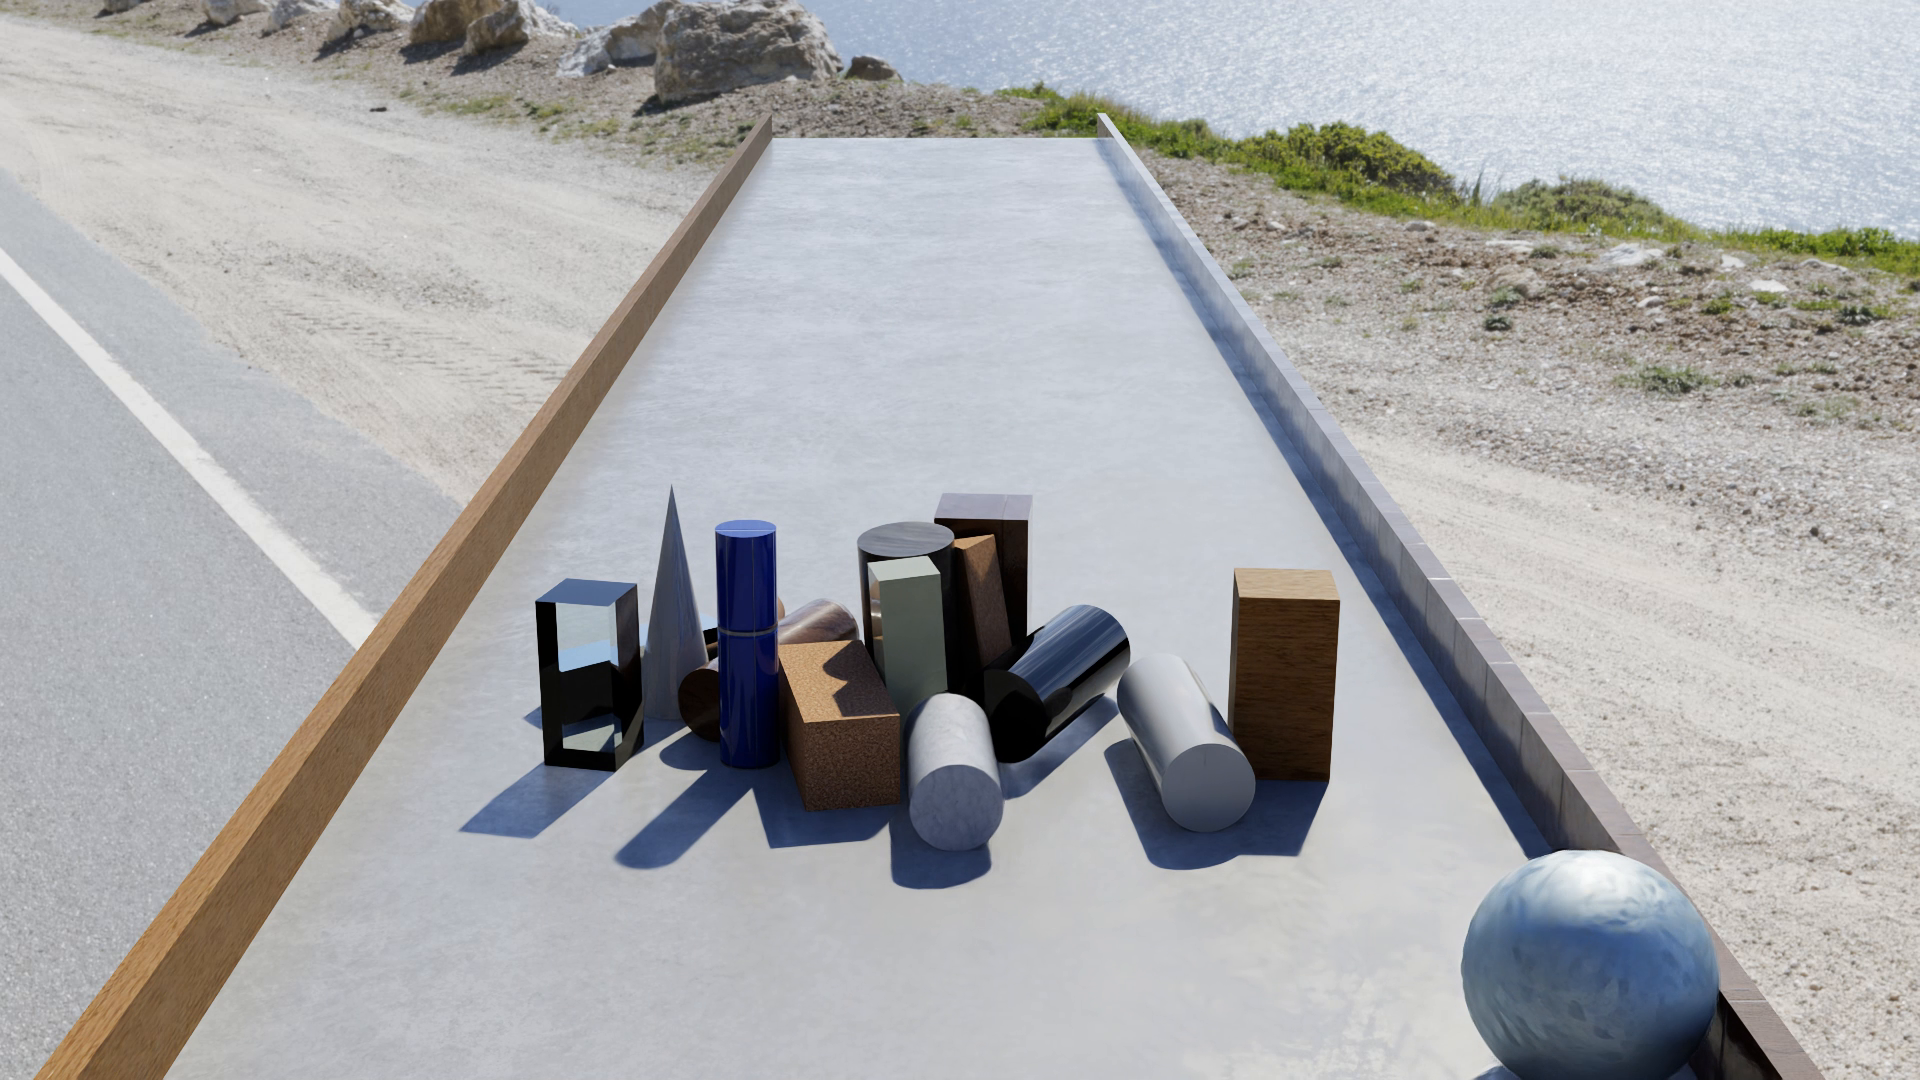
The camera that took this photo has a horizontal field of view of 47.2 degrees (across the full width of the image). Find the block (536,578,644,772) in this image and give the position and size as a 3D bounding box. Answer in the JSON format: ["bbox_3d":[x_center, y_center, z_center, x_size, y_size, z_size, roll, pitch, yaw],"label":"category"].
[{"bbox_3d":[-0.653,0.238,3.892,0.135,0.306,0.135,4,17,13],"label":"block"}]

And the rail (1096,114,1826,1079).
[{"bbox_3d":[0.932,-0.844,7.801,0.050,0.150,12.000,0,17,-1],"label":"rail"}]

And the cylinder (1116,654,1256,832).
[{"bbox_3d":[0.384,0.343,3.799,0.157,0.157,0.439,-2,17,-5],"label":"cylinder"}]

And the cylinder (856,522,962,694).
[{"bbox_3d":[-0.090,0.157,4.075,0.178,0.341,0.178,-3,21,1],"label":"cylinder"}]

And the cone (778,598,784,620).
[{"bbox_3d":[-0.410,0.231,4.332,0.135,0.135,0.343,-1,28,-5],"label":"cone"}]

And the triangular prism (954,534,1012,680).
[{"bbox_3d":[0.028,0.159,4.106,0.082,0.325,0.095,1,17,37],"label":"triangular prism"}]

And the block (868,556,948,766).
[{"bbox_3d":[-0.089,0.214,3.892,0.108,0.345,0.108,-7,18,-11],"label":"block"}]

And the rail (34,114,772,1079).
[{"bbox_3d":[-1.118,-0.838,7.780,0.050,0.150,12.000,0,17,-1],"label":"rail"}]

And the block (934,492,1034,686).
[{"bbox_3d":[0.047,0.106,4.244,0.177,0.357,0.177,1,17,5],"label":"block"}]

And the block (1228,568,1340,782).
[{"bbox_3d":[0.563,0.234,3.855,0.170,0.332,0.170,1,17,3],"label":"block"}]

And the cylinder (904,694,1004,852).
[{"bbox_3d":[-0.014,0.383,3.671,0.152,0.152,0.321,-1,17,-3],"label":"cylinder"}]

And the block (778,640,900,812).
[{"bbox_3d":[-0.220,0.320,3.869,0.160,0.160,0.394,-3,17,-11],"label":"block"}]

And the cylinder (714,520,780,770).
[{"bbox_3d":[-0.371,0.185,3.849,0.106,0.430,0.106,1,17,0],"label":"cylinder"}]

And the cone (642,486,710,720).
[{"bbox_3d":[-0.533,0.104,4.104,0.156,0.438,0.156,1,17,0],"label":"cone"}]

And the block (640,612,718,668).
[{"bbox_3d":[-0.621,0.236,4.250,0.346,0.105,0.105,-13,21,-38],"label":"block"}]

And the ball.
[{"bbox_3d":[0.802,0.554,2.809,0.316,0.316,0.316,0,17,0],"label":"ball"}]

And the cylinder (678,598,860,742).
[{"bbox_3d":[-0.356,0.241,4.169,0.141,0.141,0.450,8,18,24],"label":"cylinder"}]

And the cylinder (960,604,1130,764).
[{"bbox_3d":[0.159,0.259,4.047,0.176,0.176,0.400,8,18,24],"label":"cylinder"}]
